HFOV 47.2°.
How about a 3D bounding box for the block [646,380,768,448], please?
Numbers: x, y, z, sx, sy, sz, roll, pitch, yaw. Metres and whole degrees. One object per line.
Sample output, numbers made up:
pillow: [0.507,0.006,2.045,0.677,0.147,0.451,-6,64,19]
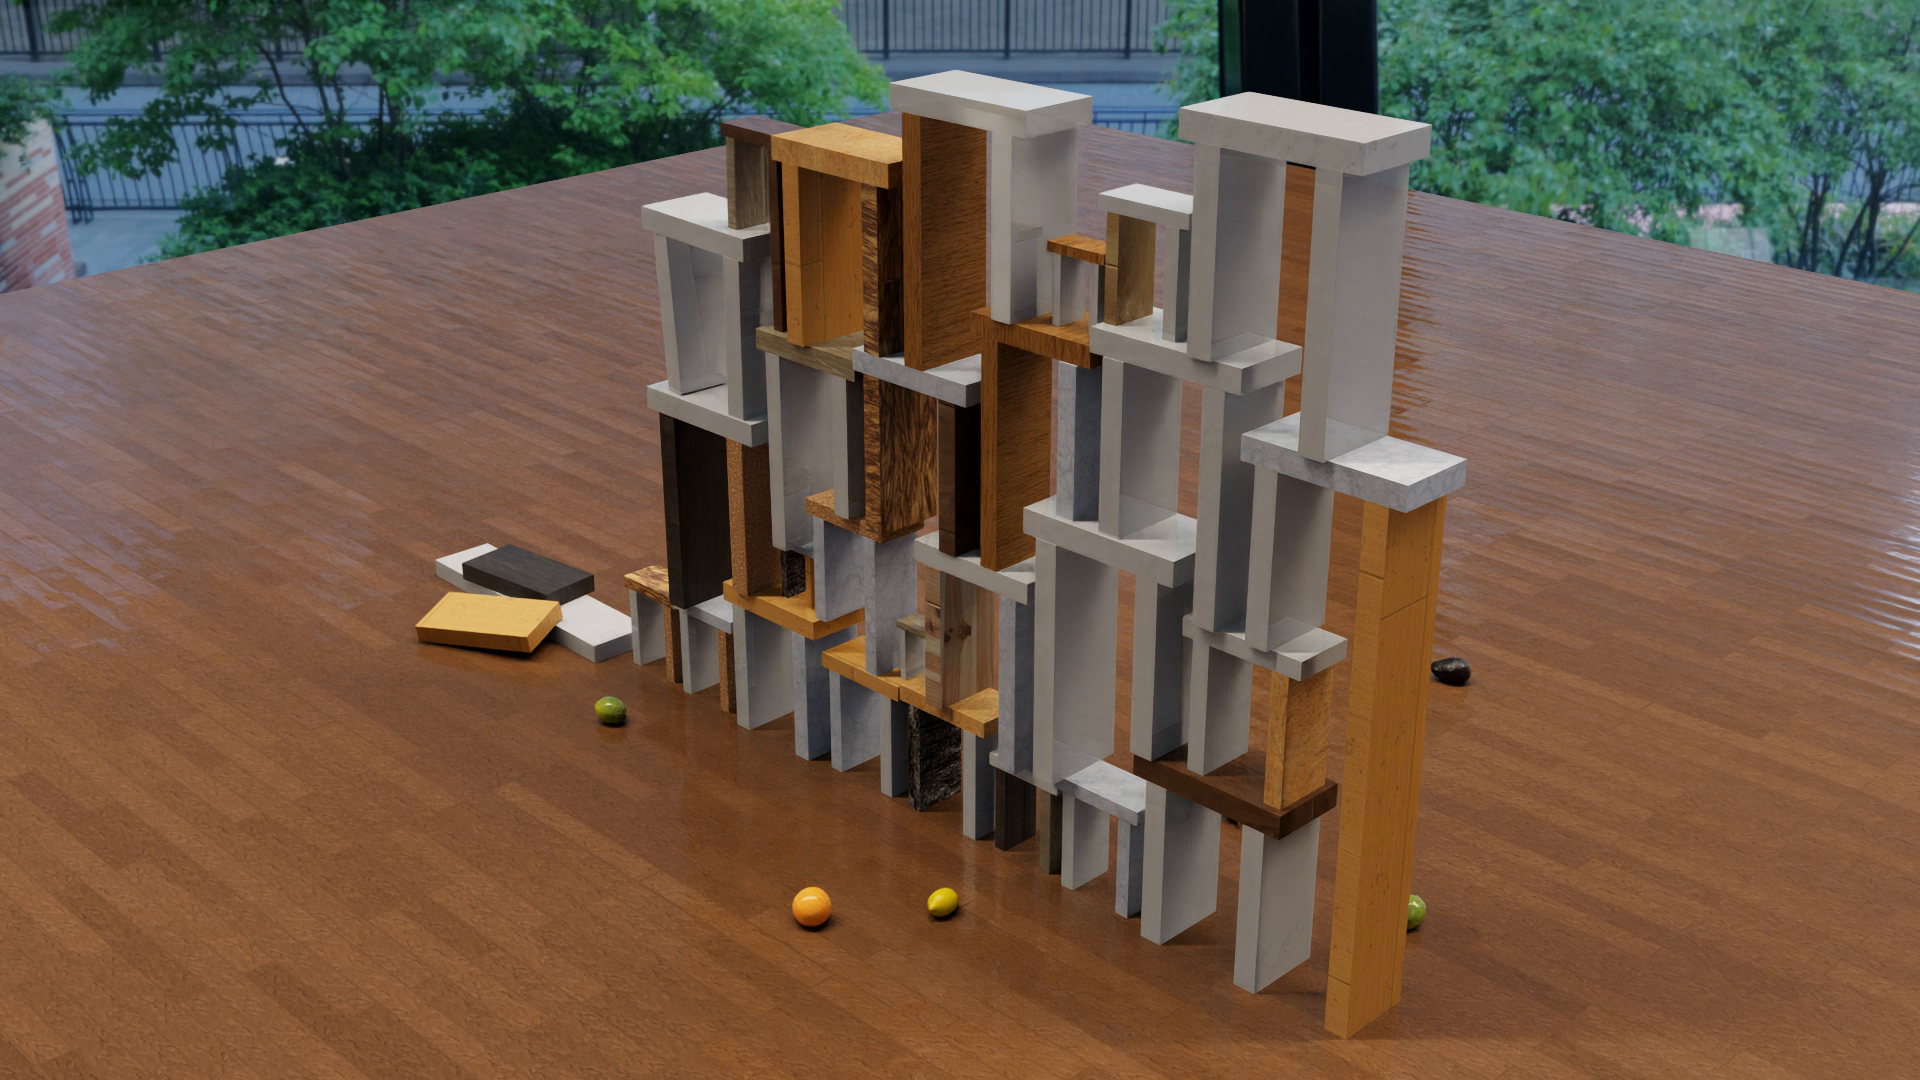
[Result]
block: [-0.484,-0.282,4.632,0.344,0.049,0.172,21,31,40]

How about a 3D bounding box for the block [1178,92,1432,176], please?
block: [0.527,-0.627,3.380,0.348,0.049,0.174,21,31,41]

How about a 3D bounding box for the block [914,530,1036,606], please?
block: [0.070,0.039,4.163,0.149,0.042,0.298,-21,31,-41]

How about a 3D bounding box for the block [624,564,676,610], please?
block: [-0.669,0.106,4.997,0.187,0.027,0.094,21,31,41]

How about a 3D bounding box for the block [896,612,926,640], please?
block: [-0.073,0.174,4.380,0.051,0.015,0.103,-21,31,-41]

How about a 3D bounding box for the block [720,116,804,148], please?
block: [-0.373,-0.795,4.290,0.092,0.026,0.184,-21,31,-40]

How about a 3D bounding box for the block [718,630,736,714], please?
block: [-0.485,0.274,4.861,0.028,0.199,0.099,21,31,41]

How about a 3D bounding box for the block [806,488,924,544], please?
block: [-0.192,-0.054,4.415,0.114,0.032,0.228,-21,31,-40]

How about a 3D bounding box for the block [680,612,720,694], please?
block: [-0.578,0.237,4.946,0.099,0.199,0.028,-21,31,-41]

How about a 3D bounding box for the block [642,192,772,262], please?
block: [-0.481,-0.640,4.488,0.168,0.048,0.337,-20,31,-39]

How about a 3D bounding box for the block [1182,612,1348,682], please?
block: [0.515,0.164,3.730,0.126,0.036,0.252,-21,31,-41]

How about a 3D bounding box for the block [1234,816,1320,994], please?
block: [0.560,0.622,3.878,0.046,0.326,0.163,21,31,41]

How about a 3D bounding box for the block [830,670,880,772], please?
block: [-0.218,0.362,4.616,0.114,0.229,0.032,-21,31,-41]

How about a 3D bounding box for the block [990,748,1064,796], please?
block: [0.152,0.436,4.242,0.179,0.025,0.090,21,31,41]

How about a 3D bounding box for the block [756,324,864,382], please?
block: [-0.252,-0.382,4.342,0.147,0.042,0.293,-21,31,-40]

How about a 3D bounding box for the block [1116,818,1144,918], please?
block: [0.337,0.592,4.102,0.029,0.205,0.103,21,31,41]

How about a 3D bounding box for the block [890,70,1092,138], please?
block: [0.052,-0.764,3.845,0.333,0.047,0.166,21,31,41]

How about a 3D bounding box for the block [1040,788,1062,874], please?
block: [0.194,0.547,4.243,0.025,0.179,0.090,21,31,41]

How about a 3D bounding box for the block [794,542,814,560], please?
block: [-0.320,0.009,4.574,0.115,0.016,0.058,21,31,40]

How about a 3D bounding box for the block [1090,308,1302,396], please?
block: [0.390,-0.317,3.663,0.321,0.046,0.161,21,31,40]

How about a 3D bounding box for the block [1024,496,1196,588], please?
block: [0.298,-0.012,3.887,0.346,0.049,0.173,21,31,40]

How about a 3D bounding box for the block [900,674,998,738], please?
block: [0.005,0.320,4.359,0.236,0.033,0.118,21,31,41]

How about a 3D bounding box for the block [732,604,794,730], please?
block: [-0.421,0.254,4.789,0.041,0.291,0.145,21,31,41]

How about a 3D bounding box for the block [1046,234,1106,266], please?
block: [0.219,-0.499,3.778,0.130,0.018,0.065,21,31,40]

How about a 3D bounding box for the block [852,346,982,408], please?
block: [-0.043,-0.322,4.127,0.152,0.043,0.304,-21,31,-40]

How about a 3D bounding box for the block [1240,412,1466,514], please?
block: [0.623,-0.128,3.497,0.160,0.045,0.320,-21,31,-41]

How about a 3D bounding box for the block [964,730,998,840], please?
block: [0.060,0.466,4.361,0.033,0.236,0.118,21,31,41]

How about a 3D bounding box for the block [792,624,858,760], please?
block: [-0.284,0.308,4.663,0.041,0.291,0.145,21,31,41]

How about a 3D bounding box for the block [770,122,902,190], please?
block: [-0.186,-0.722,4.120,0.163,0.046,0.326,-21,31,-40]

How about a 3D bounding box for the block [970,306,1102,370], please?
block: [0.171,-0.368,3.877,0.144,0.041,0.287,-21,31,-40]

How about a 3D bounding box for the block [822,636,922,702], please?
block: [-0.164,0.263,4.515,0.114,0.032,0.229,-21,31,-40]

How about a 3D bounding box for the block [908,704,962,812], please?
block: [-0.051,0.423,4.463,0.033,0.236,0.118,21,31,41]

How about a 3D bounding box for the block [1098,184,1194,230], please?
block: [0.333,-0.550,3.624,0.193,0.027,0.096,21,31,40]

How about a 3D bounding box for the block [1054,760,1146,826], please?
block: [0.286,0.466,4.098,0.205,0.029,0.103,21,31,41]

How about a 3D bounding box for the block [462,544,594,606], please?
block: [-1.057,0.090,5.382,0.306,0.043,0.153,17,28,35]

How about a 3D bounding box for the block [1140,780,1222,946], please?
block: [0.406,0.562,4.020,0.046,0.326,0.163,21,31,41]

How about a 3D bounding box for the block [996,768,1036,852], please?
block: [0.110,0.514,4.321,0.025,0.179,0.090,21,31,41]

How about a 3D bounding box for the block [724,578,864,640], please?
block: [-0.353,0.128,4.661,0.291,0.041,0.145,21,31,41]

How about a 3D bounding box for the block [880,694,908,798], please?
block: [-0.111,0.404,4.517,0.114,0.229,0.032,-21,31,-41]

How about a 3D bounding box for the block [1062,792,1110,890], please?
block: [0.240,0.555,4.190,0.103,0.205,0.029,-21,31,-41]

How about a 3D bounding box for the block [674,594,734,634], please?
block: [-0.532,0.151,4.859,0.199,0.028,0.099,21,31,40]

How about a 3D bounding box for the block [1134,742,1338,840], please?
block: [0.483,0.420,3.876,0.326,0.046,0.163,21,31,41]
